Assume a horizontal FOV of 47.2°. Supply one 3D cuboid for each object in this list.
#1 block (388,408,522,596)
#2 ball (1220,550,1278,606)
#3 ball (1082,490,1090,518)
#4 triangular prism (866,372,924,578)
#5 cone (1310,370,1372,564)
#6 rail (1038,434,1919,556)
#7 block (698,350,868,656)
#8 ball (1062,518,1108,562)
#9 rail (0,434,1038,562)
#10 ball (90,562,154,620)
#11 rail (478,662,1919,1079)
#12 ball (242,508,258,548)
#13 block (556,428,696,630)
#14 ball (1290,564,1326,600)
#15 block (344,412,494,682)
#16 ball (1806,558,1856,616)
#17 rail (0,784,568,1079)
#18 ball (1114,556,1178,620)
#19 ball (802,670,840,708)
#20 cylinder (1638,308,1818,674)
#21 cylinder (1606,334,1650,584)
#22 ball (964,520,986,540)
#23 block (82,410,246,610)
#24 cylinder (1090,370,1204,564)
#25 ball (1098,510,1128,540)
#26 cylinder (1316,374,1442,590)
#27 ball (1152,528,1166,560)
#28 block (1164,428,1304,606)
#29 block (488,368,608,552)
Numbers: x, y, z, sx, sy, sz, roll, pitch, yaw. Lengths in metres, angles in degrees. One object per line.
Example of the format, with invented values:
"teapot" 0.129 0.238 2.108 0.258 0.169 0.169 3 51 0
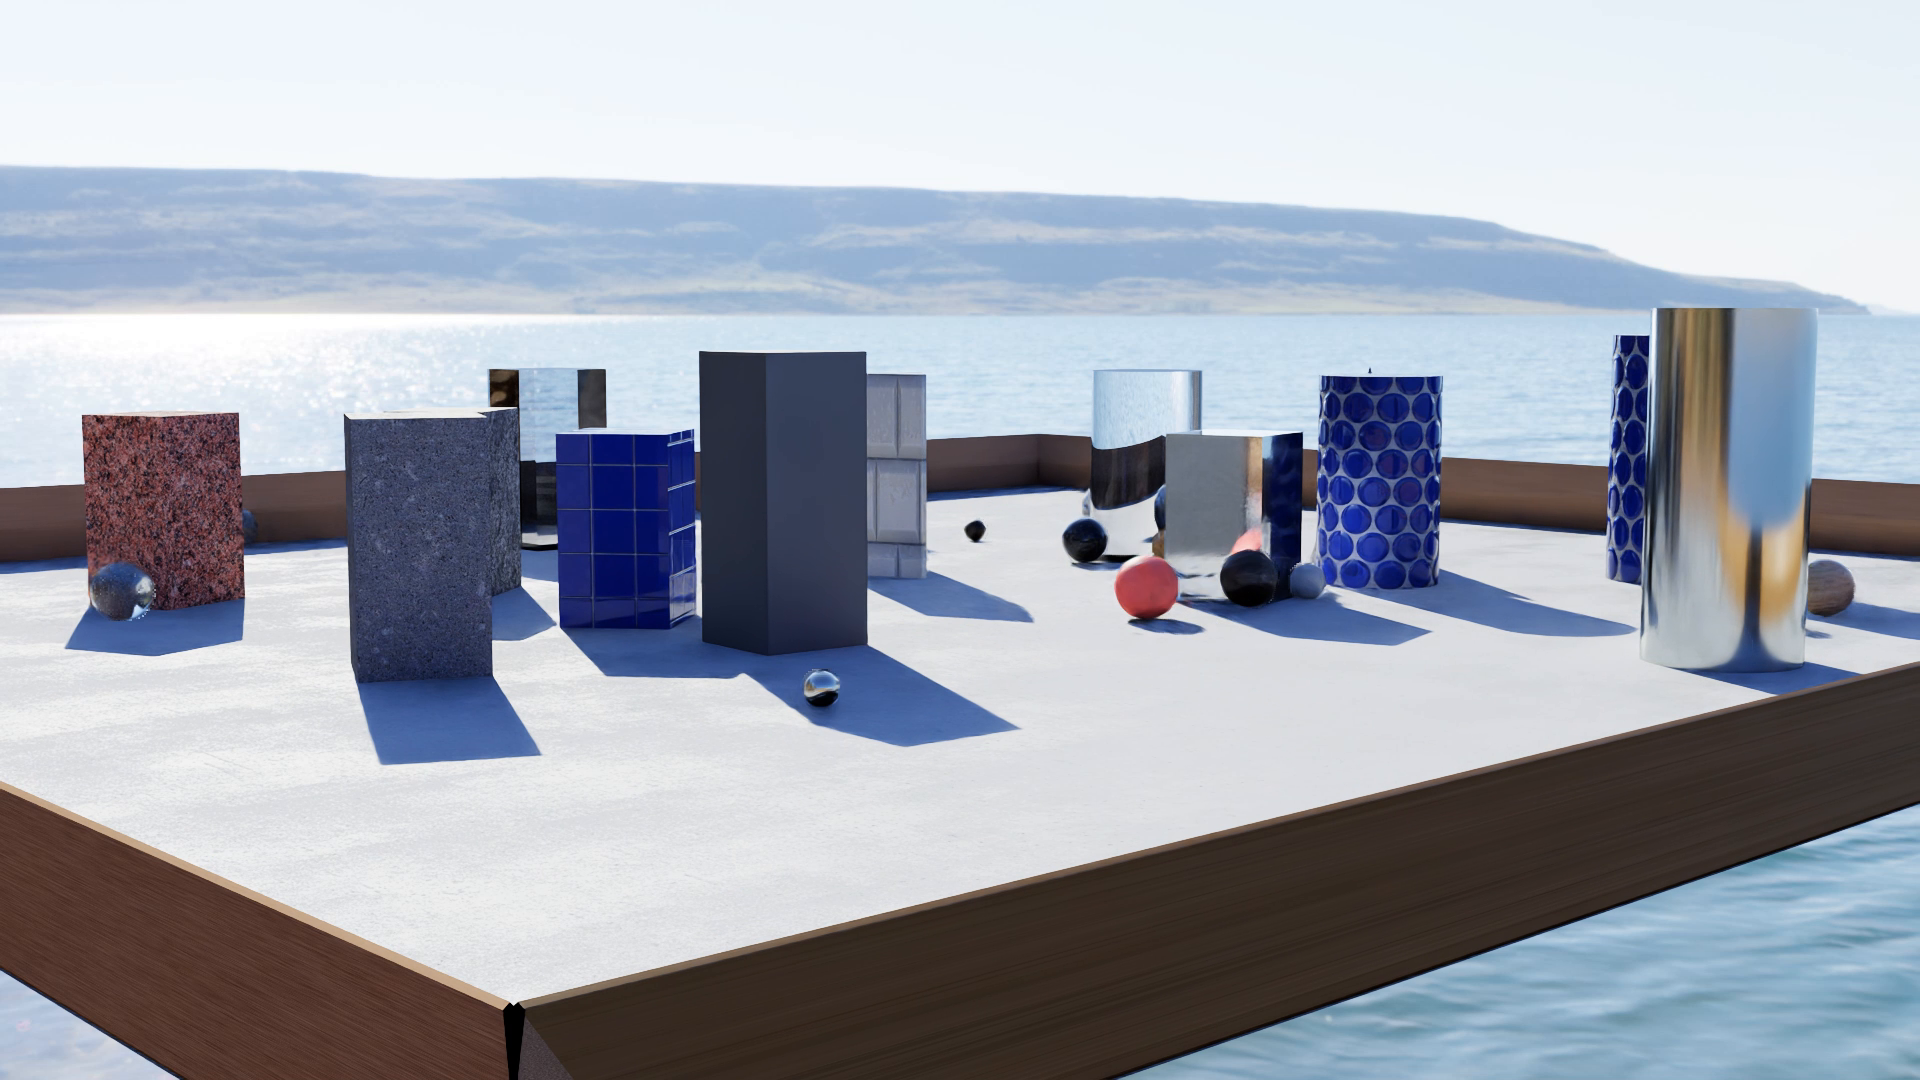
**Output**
"block" -0.803 -0.062 3.492 0.160 0.290 0.160 1 6 8
"ball" 0.431 0.057 3.283 0.086 0.086 0.086 0 6 0
"ball" 0.297 -0.067 4.457 0.100 0.100 0.100 0 6 0
"triangular prism" -0.105 -0.116 3.762 0.173 0.340 0.150 3 7 25
"cone" 0.723 -0.134 3.893 0.200 0.349 0.200 0 6 0
"rail" 1.260 -0.086 4.488 0.045 0.130 3.168 -5 8 -42
"block" -0.236 -0.056 2.940 0.160 0.392 0.160 -5 8 -39
"ball" 0.221 0.000 3.902 0.081 0.081 0.081 0 6 0
"rail" -1.058 -0.085 4.472 3.476 0.130 0.045 -5 8 -42
"ball" -1.209 0.074 3.172 0.086 0.086 0.086 0 6 0
"rail" 1.058 0.152 2.191 3.476 0.130 0.045 -5 8 -42
"ball" -1.358 -0.022 4.127 0.078 0.078 0.078 0 6 0
"block" -0.477 -0.020 3.161 0.160 0.274 0.160 1 6 7
"ball" 0.539 0.064 3.409 0.056 0.056 0.056 0 6 0
"block" -0.673 0.004 2.727 0.160 0.317 0.160 -2 6 -18
"ball" 1.266 0.070 3.221 0.084 0.084 0.084 0 6 0
"rail" -1.260 0.154 2.175 0.045 0.130 3.168 -5 8 -42
"ball" 0.270 0.068 3.188 0.093 0.093 0.093 0 6 0
"ball" -0.156 0.168 2.480 0.042 0.042 0.042 0 6 0
"cylinder" 0.973 -0.069 2.791 0.200 0.448 0.200 0 6 0
"cylinder" 1.181 -0.137 3.649 0.200 0.406 0.200 0 6 0
"ball" 0.029 -0.020 4.290 0.041 0.041 0.041 0 6 0
"block" -1.220 -0.050 3.373 0.160 0.289 0.160 3 7 25
"cylinder" 0.336 -0.136 3.969 0.200 0.339 0.200 0 6 0
"ball" 0.297 -0.030 4.287 0.061 0.061 0.061 0 6 0
"cylinder" 0.689 -0.101 3.616 0.200 0.341 0.200 0 6 0
"ball" 0.371 0.010 3.847 0.070 0.070 0.070 0 6 0
"block" 0.426 -0.038 3.419 0.160 0.258 0.160 4 7 31
"block" -0.783 -0.157 4.184 0.160 0.336 0.160 -6 8 -44
